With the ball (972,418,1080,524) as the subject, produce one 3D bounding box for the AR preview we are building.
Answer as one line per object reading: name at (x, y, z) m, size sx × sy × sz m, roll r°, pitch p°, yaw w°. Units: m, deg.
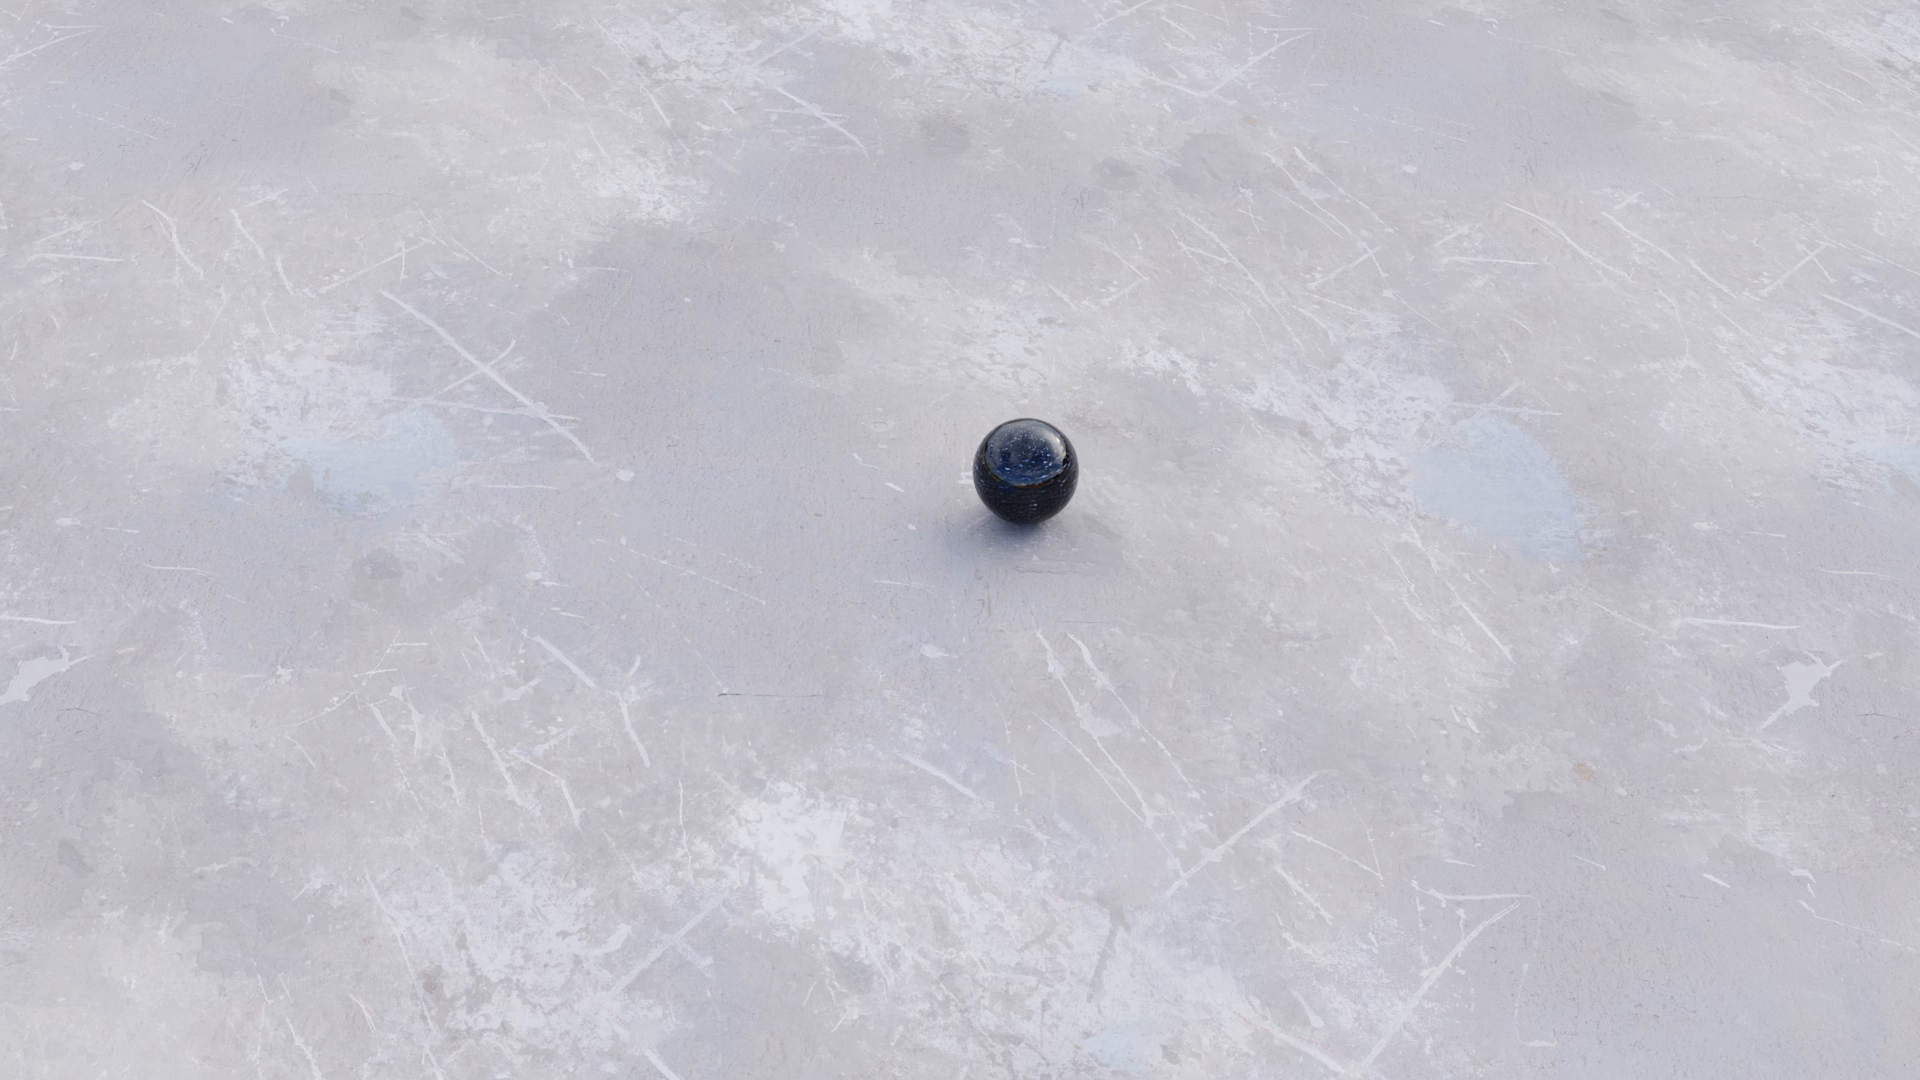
ball at (0.040, -0.042, 1.555) m, size 0.065 × 0.065 × 0.065 m, roll 0°, pitch 37°, yaw 0°
